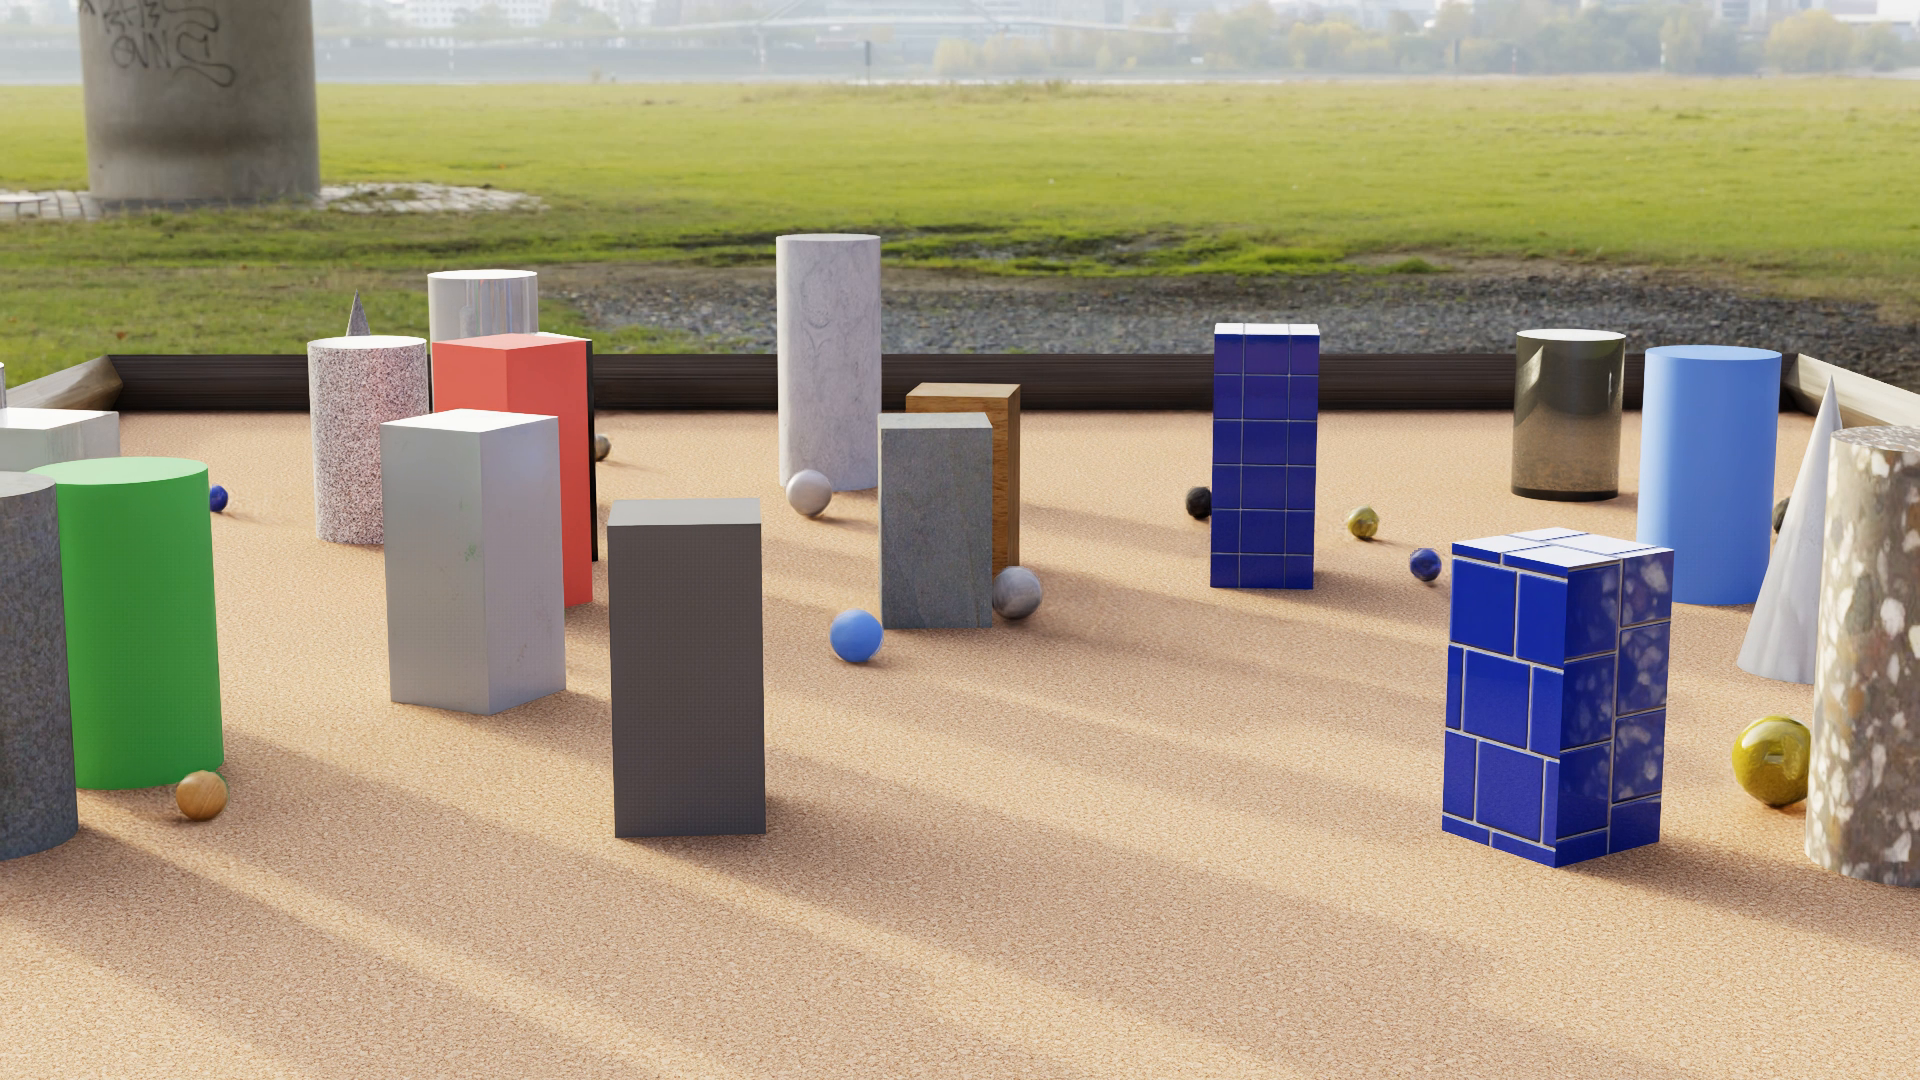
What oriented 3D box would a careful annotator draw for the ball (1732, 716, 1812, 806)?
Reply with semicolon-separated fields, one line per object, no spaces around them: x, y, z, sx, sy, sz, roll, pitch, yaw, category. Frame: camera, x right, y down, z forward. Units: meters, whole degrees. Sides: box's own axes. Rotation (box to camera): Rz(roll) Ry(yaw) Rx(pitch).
0.807;0.217;2.530;0.089;0.089;0.089;0;11;0;ball

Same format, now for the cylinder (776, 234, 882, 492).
-0.224;-0.308;4.414;0.178;0.425;0.178;0;11;0;cylinder

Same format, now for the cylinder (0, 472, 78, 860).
-0.929;0.116;2.400;0.178;0.336;0.178;0;11;0;cylinder

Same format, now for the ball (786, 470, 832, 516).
-0.243;-0.075;4.123;0.074;0.074;0.074;0;11;0;ball

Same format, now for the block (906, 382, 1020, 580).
0.006;-0.080;3.632;0.142;0.266;0.142;2;11;8;block

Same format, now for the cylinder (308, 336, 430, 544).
-0.907;-0.157;3.953;0.178;0.298;0.178;0;11;0;cylinder

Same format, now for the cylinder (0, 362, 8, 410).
-1.219;-0.022;3.052;0.178;0.367;0.178;0;11;0;cylinder

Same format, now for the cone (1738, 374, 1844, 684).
1.032;-0.022;3.070;0.178;0.360;0.178;0;11;0;cone

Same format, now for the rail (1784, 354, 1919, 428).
1.745;0.028;3.460;0.045;0.116;3.908;0;11;0;rail

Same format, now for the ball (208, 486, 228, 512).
-1.210;-0.067;4.165;0.043;0.043;0.043;0;11;0;ball

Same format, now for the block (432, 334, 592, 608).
-0.599;-0.089;3.438;0.142;0.356;0.142;8;13;37;block

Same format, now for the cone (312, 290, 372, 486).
-1.034;-0.266;4.429;0.178;0.337;0.178;0;11;0;cone

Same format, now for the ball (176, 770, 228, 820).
-0.733;0.247;2.481;0.048;0.048;0.048;0;11;0;ball

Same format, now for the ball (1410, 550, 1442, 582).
0.656;0.036;3.614;0.045;0.045;0.045;0;11;0;ball

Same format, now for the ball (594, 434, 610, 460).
-0.664;-0.171;4.698;0.050;0.050;0.050;0;11;0;ball

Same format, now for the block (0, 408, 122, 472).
-1.042;0.026;2.892;0.142;0.330;0.142;3;11;14;block

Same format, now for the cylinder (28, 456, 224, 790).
-0.860;0.082;2.646;0.178;0.312;0.178;0;11;0;cylinder

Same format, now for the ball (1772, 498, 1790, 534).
1.273;-0.032;3.915;0.068;0.068;0.068;0;11;0;ball

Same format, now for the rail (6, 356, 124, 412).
-1.745;0.032;3.440;0.045;0.116;3.908;0;11;0;rail

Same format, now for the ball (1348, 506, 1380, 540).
0.619;-0.027;3.932;0.051;0.051;0.051;0;11;0;ball

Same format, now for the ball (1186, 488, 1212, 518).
0.385;-0.059;4.108;0.050;0.050;0.050;0;11;0;ball

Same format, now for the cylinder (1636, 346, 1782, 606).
1.023;-0.092;3.516;0.178;0.332;0.178;0;11;0;cylinder

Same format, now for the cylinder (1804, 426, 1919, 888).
0.872;0.102;2.330;0.178;0.390;0.178;0;11;0;cylinder

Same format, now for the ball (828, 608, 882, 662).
-0.128;0.116;3.135;0.064;0.064;0.064;0;11;0;ball

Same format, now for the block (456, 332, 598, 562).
-0.631;-0.131;3.744;0.142;0.325;0.142;-8;13;-38;block

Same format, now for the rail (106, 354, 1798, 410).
-0.011;-0.327;5.347;3.538;0.116;0.045;0;11;0;rail

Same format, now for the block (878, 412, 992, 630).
-0.034;-0.027;3.364;0.142;0.261;0.142;-1;11;-3;block

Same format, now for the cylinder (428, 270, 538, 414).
-0.788;-0.255;4.267;0.178;0.374;0.178;0;11;0;cylinder

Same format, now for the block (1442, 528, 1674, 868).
0.559;0.143;2.408;0.142;0.280;0.142;-7;13;-34;block

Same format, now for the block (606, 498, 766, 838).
-0.262;0.120;2.475;0.142;0.300;0.142;-1;11;-5;block

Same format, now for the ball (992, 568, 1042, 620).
0.073;0.070;3.367;0.068;0.068;0.068;0;11;0;ball

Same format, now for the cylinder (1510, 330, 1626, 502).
1.024;-0.212;4.325;0.178;0.269;0.178;0;11;0;cylinder

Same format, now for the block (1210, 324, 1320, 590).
0.427;-0.120;3.605;0.142;0.354;0.142;1;11;6;block

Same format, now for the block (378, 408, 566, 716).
-0.557;0.022;2.942;0.142;0.321;0.142;6;12;28;block
